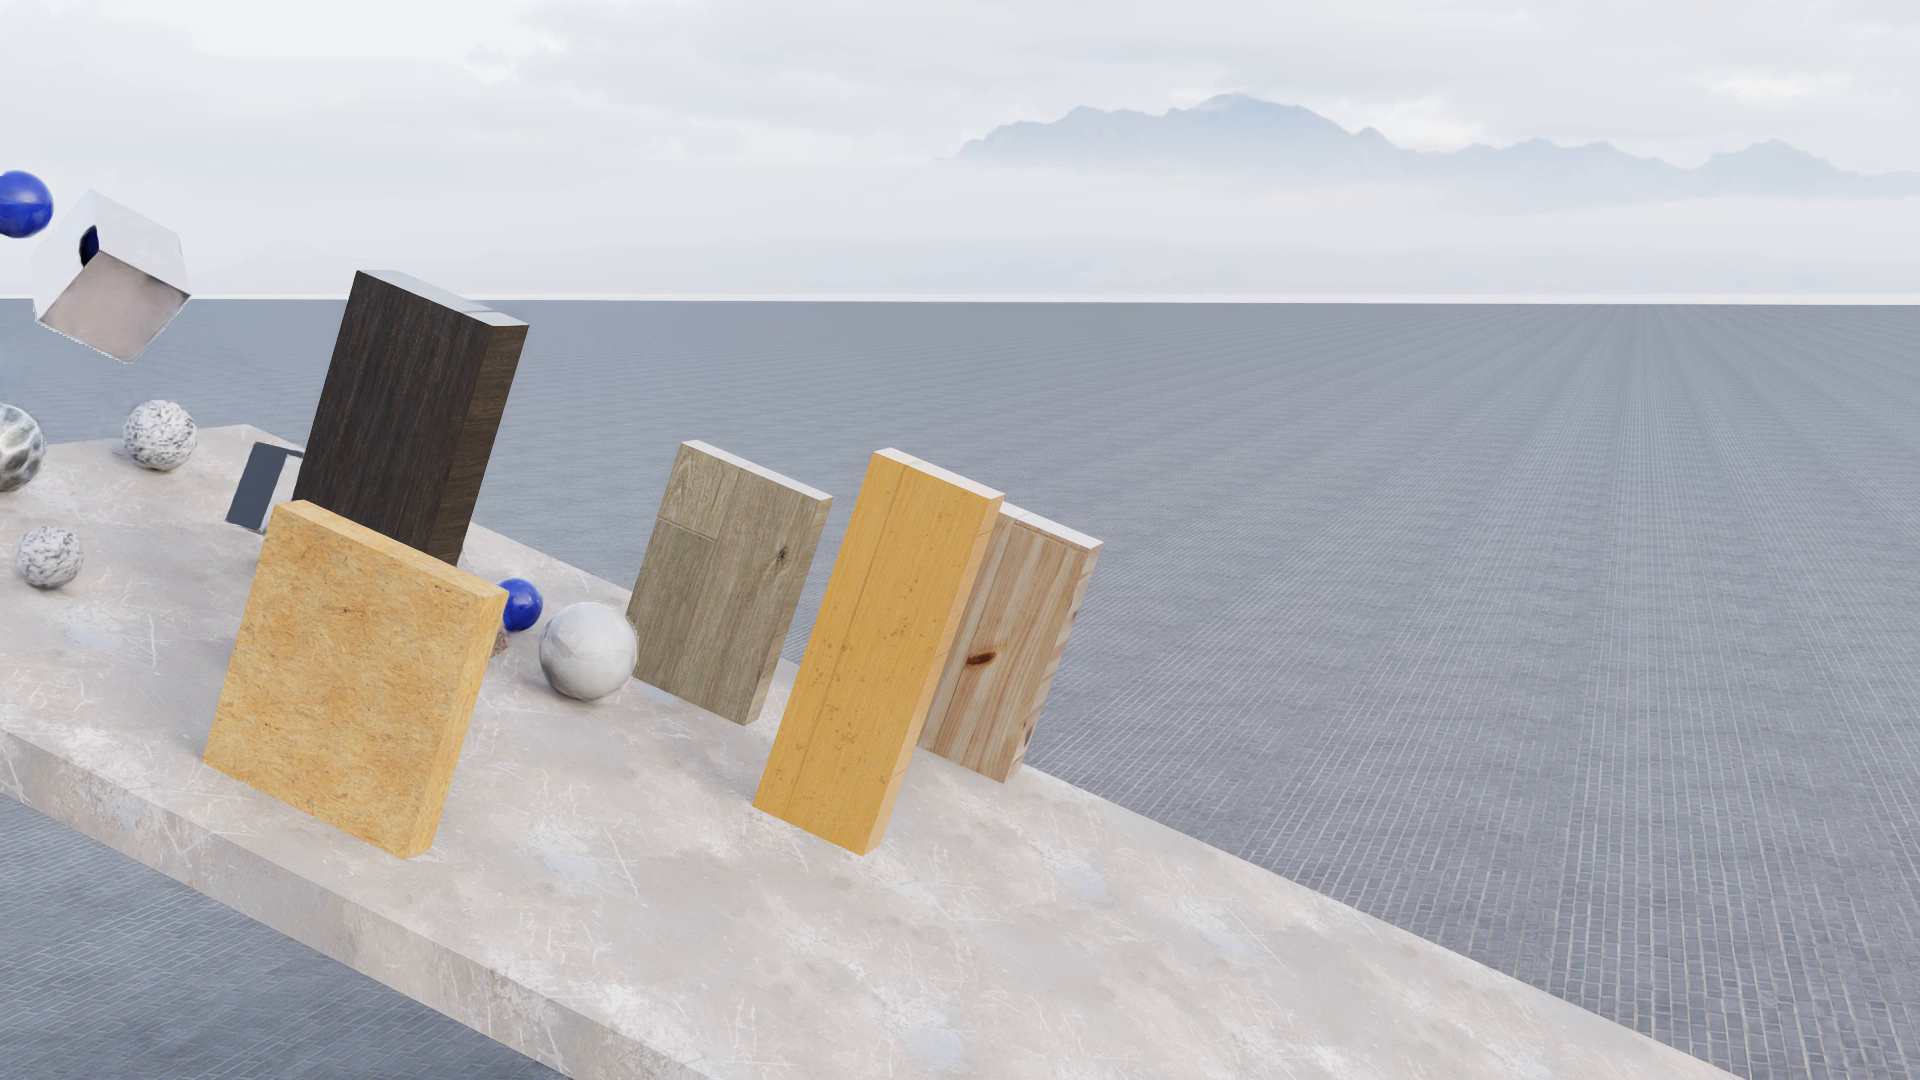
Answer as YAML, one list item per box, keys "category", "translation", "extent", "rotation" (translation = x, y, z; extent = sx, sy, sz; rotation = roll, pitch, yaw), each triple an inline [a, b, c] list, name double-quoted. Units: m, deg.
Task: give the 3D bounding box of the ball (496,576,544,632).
- category: "ball"
  translation: [-0.963, 0.139, 4.759]
  extent: [0.119, 0.119, 0.119]
  rotation: [0, 7, 0]

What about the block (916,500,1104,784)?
- category: "block"
  translation: [0.033, 0.202, 4.959]
  extent: [0.393, 0.571, 0.128]
  rotation: [23, 13, 13]

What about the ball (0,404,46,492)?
- category: "ball"
  translation: [-1.966, -0.188, 4.486]
  extent: [0.183, 0.183, 0.183]
  rotation: [0, 7, 0]

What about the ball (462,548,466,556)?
- category: "ball"
  translation: [-1.150, 0.051, 4.710]
  extent: [0.181, 0.181, 0.181]
  rotation: [0, 7, 0]

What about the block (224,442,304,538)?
- category: "block"
  translation: [-1.330, -0.078, 4.431]
  extent: [0.172, 0.172, 0.172]
  rotation: [13, -10, 33]

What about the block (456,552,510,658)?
- category: "block"
  translation: [-1.017, 0.143, 4.260]
  extent: [0.194, 0.194, 0.194]
  rotation: [-31, 29, -3]

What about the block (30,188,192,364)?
- category: "block"
  translation: [-1.650, -0.512, 4.266]
  extent: [0.199, 0.199, 0.199]
  rotation: [30, 25, -45]

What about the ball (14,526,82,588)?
- category: "ball"
  translation: [-1.698, 0.031, 4.098]
  extent: [0.118, 0.118, 0.118]
  rotation: [0, 7, 0]

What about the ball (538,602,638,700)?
- category: "ball"
  translation: [-0.760, 0.227, 4.499]
  extent: [0.201, 0.201, 0.201]
  rotation: [0, 7, 0]

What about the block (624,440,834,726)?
- category: "block"
  translation: [-0.514, 0.091, 4.714]
  extent: [0.334, 0.521, 0.084]
  rotation: [23, 13, 13]

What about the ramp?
- category: "ramp"
  translation: [-0.333, 0.608, 4.210]
  extent: [4.000, 0.100, 2.000]
  rotation: [23, 13, 13]

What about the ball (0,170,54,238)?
- category: "ball"
  translation: [-1.781, -0.635, 4.155]
  extent: [0.130, 0.130, 0.130]
  rotation: [0, 7, 0]

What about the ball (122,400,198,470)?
- category: "ball"
  translation: [-1.814, -0.237, 4.987]
  extent: [0.160, 0.160, 0.160]
  rotation: [0, 7, 0]

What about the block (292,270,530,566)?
- category: "block"
  translation: [-1.036, -0.063, 3.949]
  extent: [0.282, 0.788, 0.129]
  rotation: [23, 13, 13]

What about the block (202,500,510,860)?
- category: "block"
  translation: [-0.982, 0.224, 3.561]
  extent: [0.397, 0.459, 0.081]
  rotation: [23, 13, 13]

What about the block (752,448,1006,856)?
- category: "block"
  translation: [-0.159, 0.215, 4.206]
  extent: [0.242, 0.740, 0.101]
  rotation: [23, 13, 13]
